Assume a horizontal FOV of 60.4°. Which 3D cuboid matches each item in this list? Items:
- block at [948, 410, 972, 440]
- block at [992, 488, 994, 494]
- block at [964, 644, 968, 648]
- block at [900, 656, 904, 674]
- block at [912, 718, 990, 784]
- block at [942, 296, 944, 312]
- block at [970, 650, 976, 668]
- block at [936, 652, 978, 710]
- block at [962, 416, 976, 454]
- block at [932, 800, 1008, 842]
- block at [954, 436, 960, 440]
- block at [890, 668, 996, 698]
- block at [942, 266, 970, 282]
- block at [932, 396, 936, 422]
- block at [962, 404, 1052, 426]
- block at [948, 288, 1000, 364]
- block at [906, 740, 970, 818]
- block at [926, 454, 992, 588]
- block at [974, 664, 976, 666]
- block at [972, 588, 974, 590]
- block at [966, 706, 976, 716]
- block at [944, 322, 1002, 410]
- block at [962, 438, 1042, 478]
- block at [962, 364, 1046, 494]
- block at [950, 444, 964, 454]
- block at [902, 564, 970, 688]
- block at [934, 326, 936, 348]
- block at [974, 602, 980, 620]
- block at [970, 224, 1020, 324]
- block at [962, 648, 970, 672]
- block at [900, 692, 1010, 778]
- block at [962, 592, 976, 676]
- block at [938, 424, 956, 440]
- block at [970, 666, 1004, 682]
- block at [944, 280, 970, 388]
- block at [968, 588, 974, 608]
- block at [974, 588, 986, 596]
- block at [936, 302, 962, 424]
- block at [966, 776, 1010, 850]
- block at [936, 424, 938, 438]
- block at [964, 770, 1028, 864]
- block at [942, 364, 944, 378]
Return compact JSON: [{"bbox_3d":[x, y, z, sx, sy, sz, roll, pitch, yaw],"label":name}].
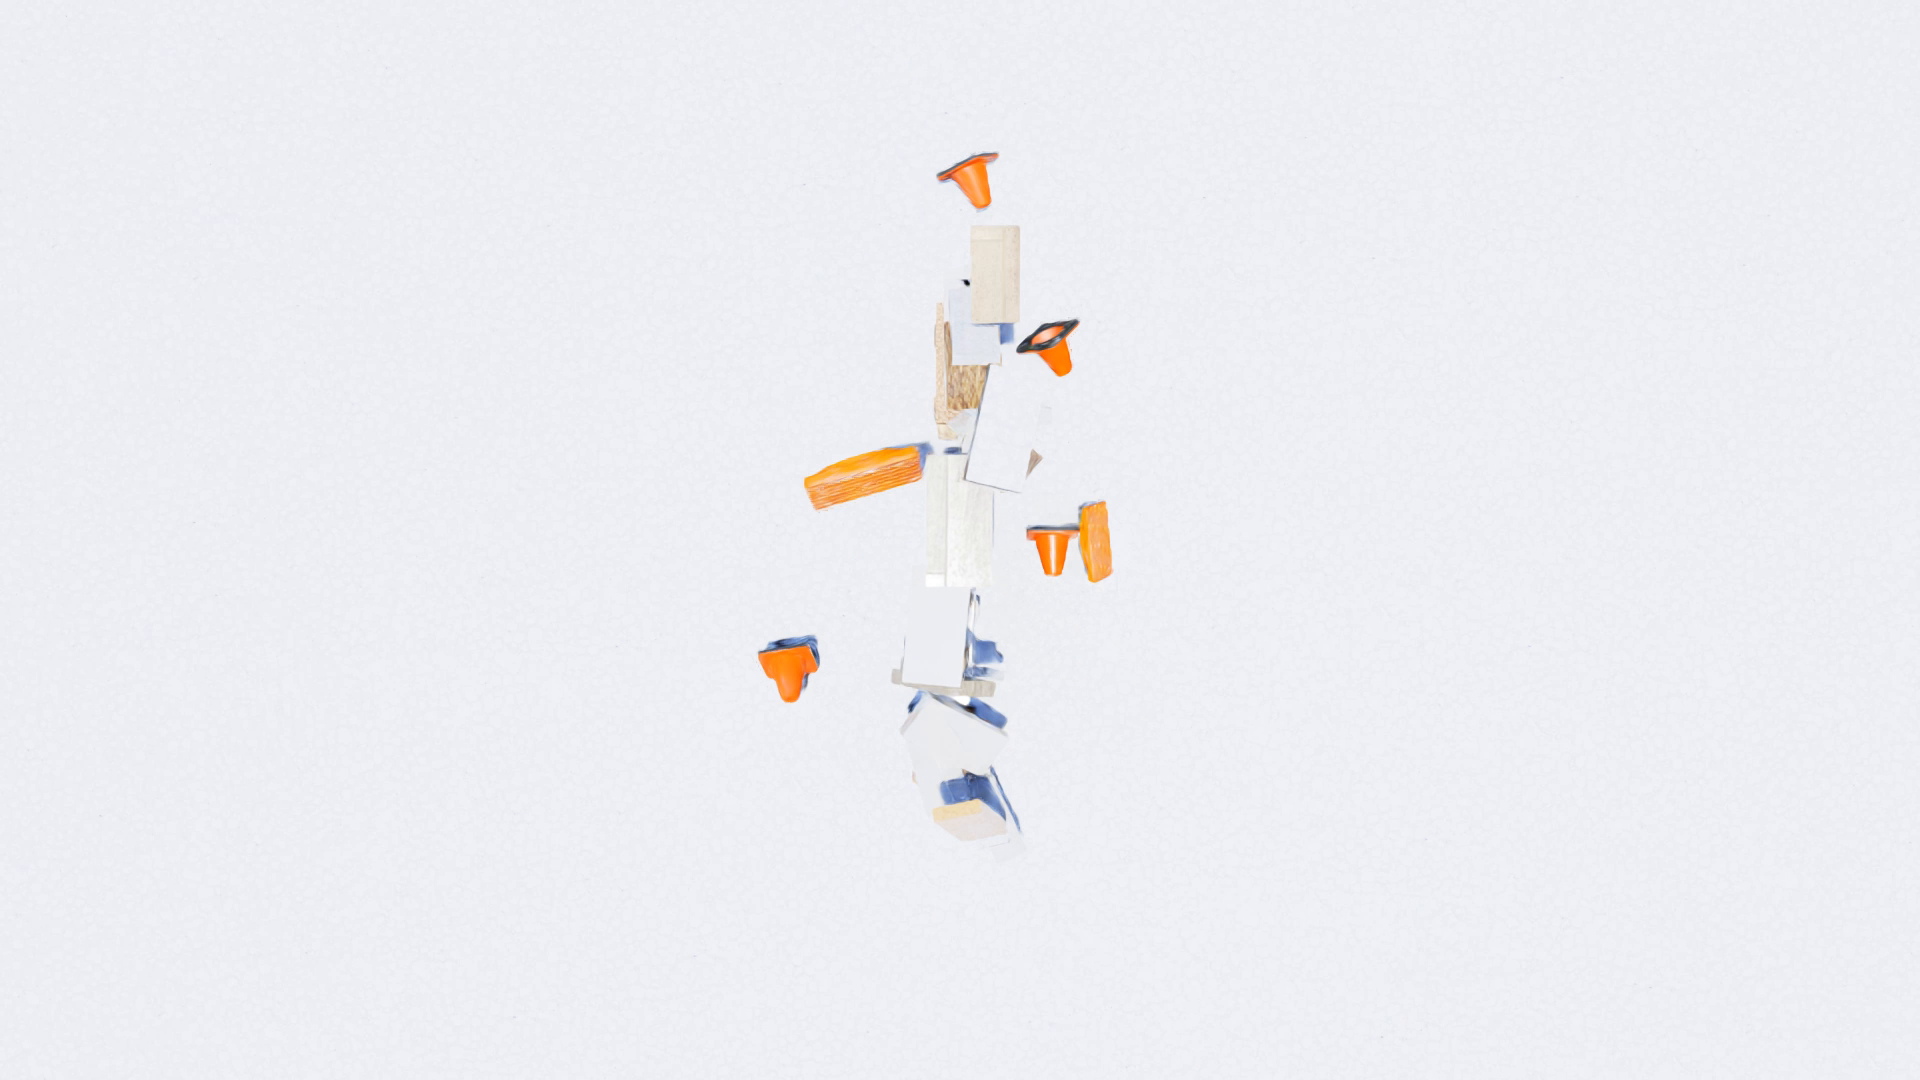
[{"bbox_3d":[0.042,-0.316,4.671,0.103,0.205,0.029,-39,121,1],"label":"block"},{"bbox_3d":[0.003,-0.142,4.420,0.169,0.338,0.048,6,90,0],"label":"block"},{"bbox_3d":[-0.046,0.314,4.800,0.130,0.259,0.037,5,84,2],"label":"block"},{"bbox_3d":[-0.081,0.363,4.775,0.157,0.314,0.044,6,89,3],"label":"block"},{"bbox_3d":[-0.032,0.677,5.276,0.146,0.041,0.292,20,118,-12],"label":"block"},{"bbox_3d":[0.026,-0.667,4.623,0.143,0.286,0.041,0,95,-2],"label":"block"},{"bbox_3d":[-0.027,0.364,5.108,0.137,0.274,0.039,4,89,3],"label":"block"},{"bbox_3d":[-0.021,0.457,5.261,0.110,0.031,0.221,12,89,0],"label":"block"},{"bbox_3d":[0.049,-0.244,4.371,0.078,0.022,0.157,10,86,16],"label":"block"},{"bbox_3d":[0.033,0.859,5.032,0.146,0.360,0.041,-13,68,10],"label":"block"},{"bbox_3d":[0.009,-0.318,5.115,0.048,0.095,0.014,2,90,-5],"label":"block"},{"bbox_3d":[-0.051,0.411,4.757,0.157,0.314,0.044,6,89,-33],"label":"block"},{"bbox_3d":[0.039,-0.780,4.851,0.123,1.303,0.035,0,99,-3],"label":"block"},{"bbox_3d":[0.006,-0.402,4.991,0.174,0.347,0.049,-5,90,-1],"label":"block"},{"bbox_3d":[0.115,-0.350,4.357,0.148,0.388,0.042,-9,106,-13],"label":"block"},{"bbox_3d":[0.037,-0.566,4.351,0.123,0.035,0.246,-2,54,-2],"label":"block"},{"bbox_3d":[-0.067,0.738,5.241,0.146,0.041,0.292,-15,116,-1],"label":"block"},{"bbox_3d":[-0.001,-0.049,4.227,0.169,0.048,0.338,1,90,0],"label":"block"},{"bbox_3d":[-0.005,0.410,5.388,0.110,0.221,0.031,9,79,0],"label":"block"},{"bbox_3d":[-0.003,0.055,4.923,0.095,0.027,0.189,1,90,0],"label":"block"},{"bbox_3d":[-0.010,0.562,5.386,0.110,0.221,0.031,1,86,3],"label":"block"},{"bbox_3d":[0.034,-0.462,4.324,0.148,0.042,0.295,-2,48,-2],"label":"block"},{"bbox_3d":[0.117,-0.250,4.550,0.205,0.029,0.103,39,85,4],"label":"block"},{"bbox_3d":[0.112,-0.278,4.133,0.148,0.042,0.295,13,87,-11],"label":"block"},{"bbox_3d":[0.004,-0.234,5.342,0.074,0.021,0.148,0,90,0],"label":"block"},{"bbox_3d":[-0.060,0.224,4.306,0.153,0.043,0.305,5,89,3],"label":"block"},{"bbox_3d":[0.011,-0.627,4.991,0.174,0.347,0.049,0,90,-2],"label":"block"},{"bbox_3d":[-0.014,0.219,5.181,0.137,0.418,0.039,3,84,3],"label":"block"},{"bbox_3d":[0.089,-0.675,4.189,0.123,0.035,0.246,-2,110,-2],"label":"block"},{"bbox_3d":[-0.057,0.318,4.479,0.153,0.305,0.043,4,90,3],"label":"block"},{"bbox_3d":[-0.016,0.607,5.139,0.314,0.044,0.157,30,103,-25],"label":"block"},{"bbox_3d":[-0.031,0.287,4.951,0.137,0.039,0.275,4,89,3],"label":"block"},{"bbox_3d":[0.004,-0.460,5.185,0.146,0.041,0.293,0,90,-1],"label":"block"},{"bbox_3d":[0.020,0.411,5.141,0.214,0.107,0.030,2,79,33],"label":"block"},{"bbox_3d":[0.030,-0.557,4.459,0.143,0.041,0.286,0,90,-2],"label":"block"},{"bbox_3d":[-0.029,0.158,4.802,0.130,0.259,0.037,5,80,3],"label":"block"},{"bbox_3d":[-0.003,0.008,5.150,0.163,0.046,0.327,0,90,0],"label":"block"},{"bbox_3d":[0.017,-0.512,4.792,0.174,0.049,0.347,0,90,-2],"label":"block"},{"bbox_3d":[0.084,0.882,5.324,0.107,0.030,0.214,-13,73,0],"label":"block"},{"bbox_3d":[-0.001,-0.362,5.352,0.146,0.293,0.041,0,90,-1],"label":"block"},{"bbox_3d":[0.070,0.820,5.375,0.107,0.030,0.466,-25,74,-4],"label":"block"},{"bbox_3d":[0.025,-0.477,4.623,0.143,0.286,0.041,-1,95,-2],"label":"block"}]
